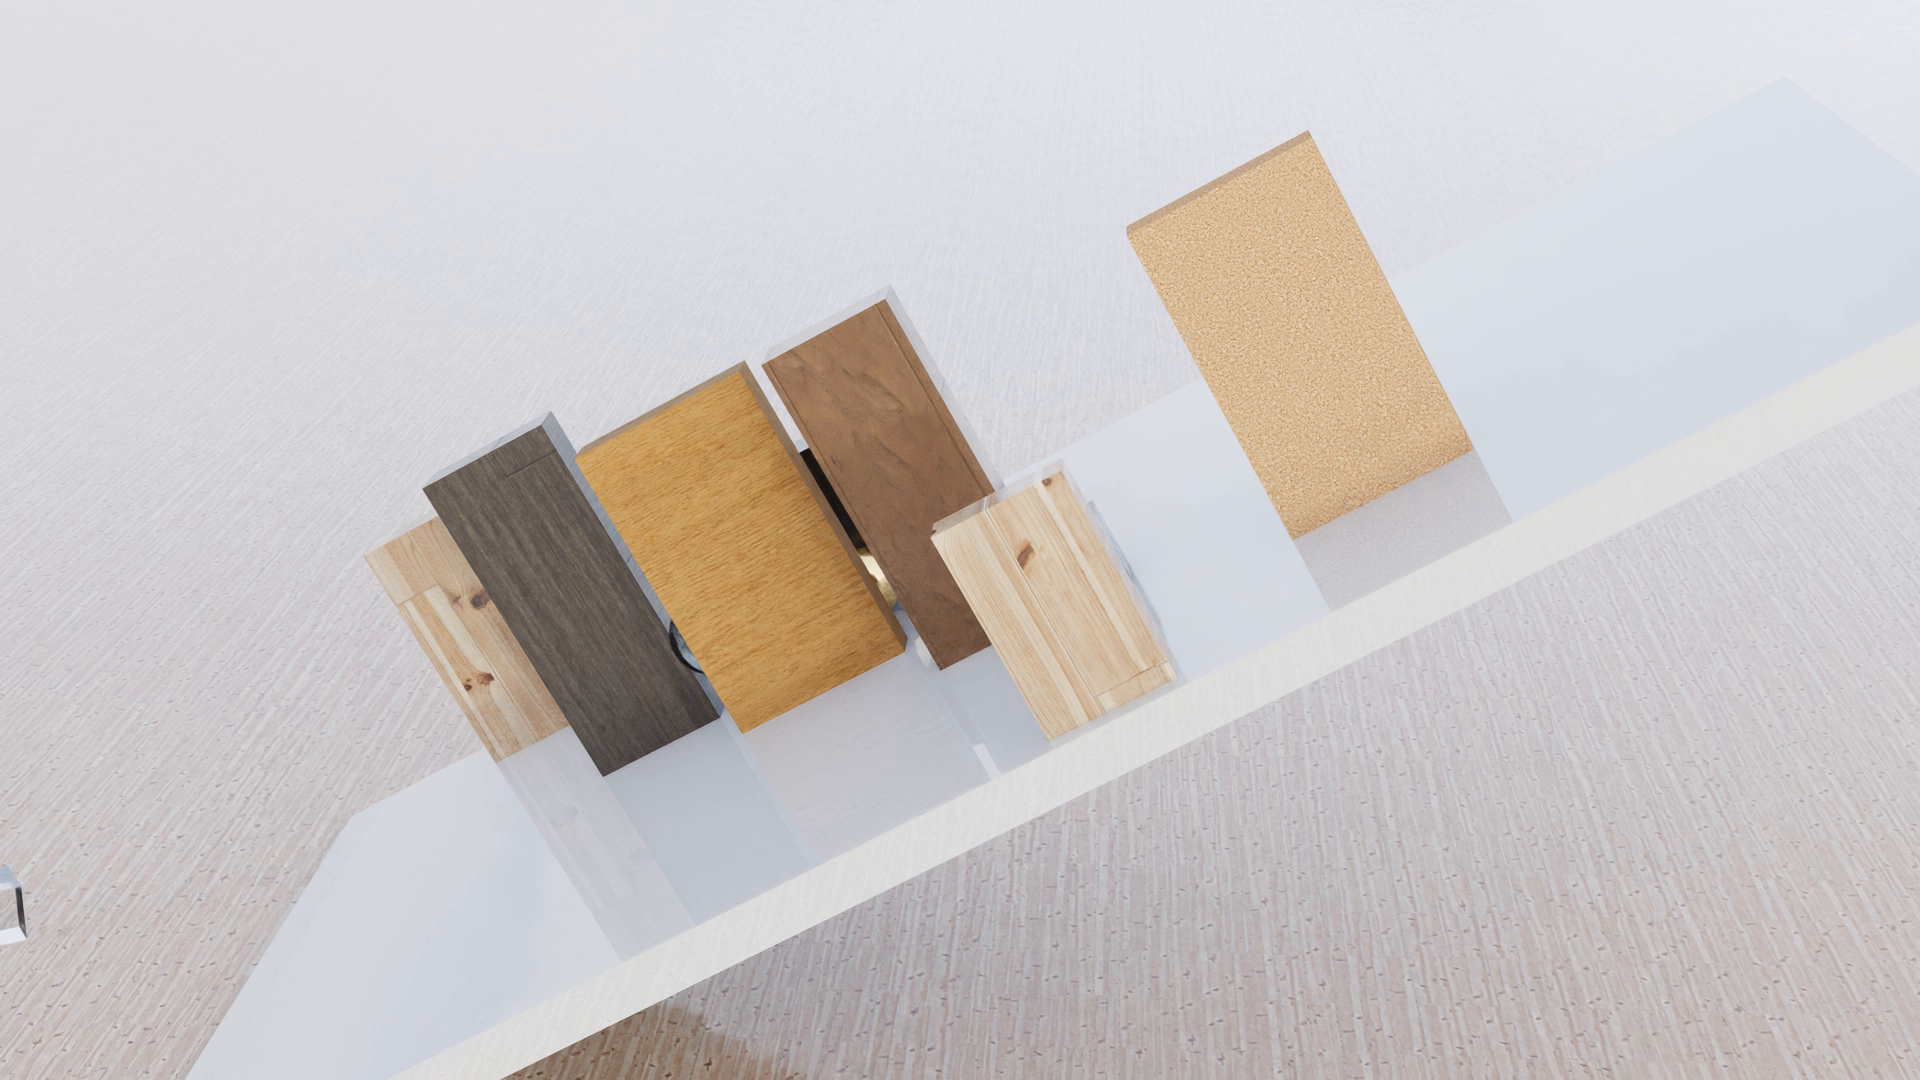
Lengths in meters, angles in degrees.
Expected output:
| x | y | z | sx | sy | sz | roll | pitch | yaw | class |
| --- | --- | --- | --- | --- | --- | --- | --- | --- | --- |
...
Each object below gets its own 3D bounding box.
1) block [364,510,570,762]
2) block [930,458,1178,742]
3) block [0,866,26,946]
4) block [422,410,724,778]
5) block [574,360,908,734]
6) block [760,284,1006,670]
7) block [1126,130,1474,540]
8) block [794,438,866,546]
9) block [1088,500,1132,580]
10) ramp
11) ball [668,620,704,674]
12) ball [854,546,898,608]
| x | y | z | sx | sy | sz | roll | pitch | yaw | class |
| --- | --- | --- | --- | --- | --- | --- | --- | --- | --- |
| -1.181 | 0.218 | 7.272 | 0.278 | 0.616 | 0.113 | -27 | 14 | 11 | block |
| 0.172 | 0.109 | 5.312 | 0.264 | 0.441 | 0.086 | -27 | 14 | 11 | block |
| -2.352 | 0.892 | 7.116 | 0.140 | 0.140 | 0.140 | -10 | 20 | -28 | block |
| -0.862 | 0.126 | 6.623 | 0.312 | 0.778 | 0.118 | -27 | 14 | 11 | block |
| -0.467 | 0.021 | 6.337 | 0.408 | 0.710 | 0.092 | -27 | 14 | 11 | block |
| -0.091 | -0.125 | 6.029 | 0.288 | 0.740 | 0.133 | -27 | 14 | 11 | block |
| 0.646 | -0.383 | 5.580 | 0.385 | 0.678 | 0.089 | -27 | 14 | 11 | block |
| -0.251 | -0.055 | 6.790 | 0.375 | 0.407 | 0.137 | -27 | 14 | 11 | block |
| 0.246 | 0.036 | 6.013 | 0.151 | 0.151 | 0.151 | -28 | 14 | 7 | block |
| 0.142 | 0.167 | 6.282 | 4.000 | 0.100 | 2.000 | -27 | 14 | 11 | ramp |
| -0.556 | 0.207 | 6.548 | 0.185 | 0.185 | 0.185 | 0 | 18 | 0 | ball |
| -0.221 | 0.100 | 6.676 | 0.173 | 0.173 | 0.173 | 0 | 18 | 0 | ball |
